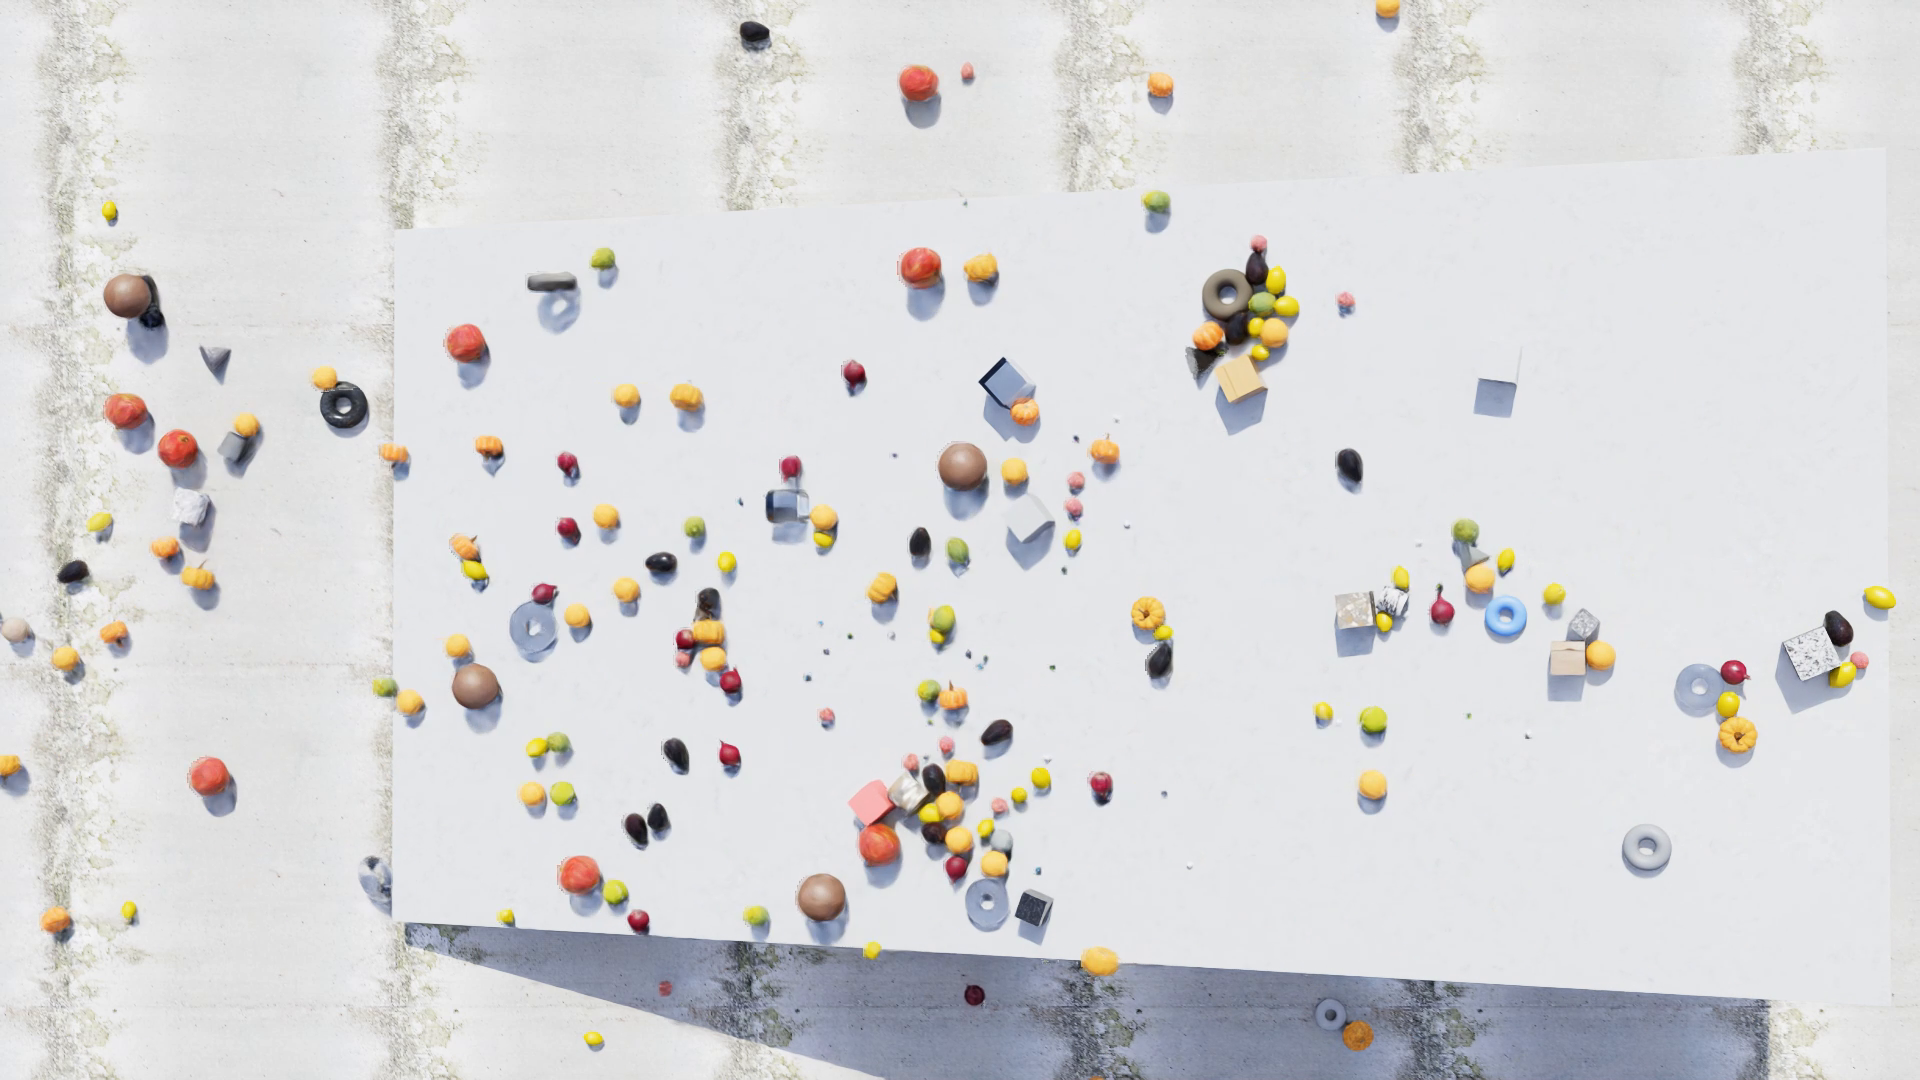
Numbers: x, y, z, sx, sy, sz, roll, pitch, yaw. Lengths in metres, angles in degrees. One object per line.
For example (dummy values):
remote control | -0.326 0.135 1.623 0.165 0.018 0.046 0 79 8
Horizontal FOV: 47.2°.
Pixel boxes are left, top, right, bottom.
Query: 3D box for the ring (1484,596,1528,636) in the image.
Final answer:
ring | 1.334 0.185 5.373 0.102 0.034 0.102 0 90 17

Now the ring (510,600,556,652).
ring | -1.203 0.243 6.194 0.147 0.049 0.147 -2 85 19

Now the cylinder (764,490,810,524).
cylinder | -0.466 -0.090 5.935 0.093 0.093 0.093 2 89 18

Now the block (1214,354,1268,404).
block | 0.710 -0.406 5.554 0.092 0.092 0.092 -26 81 16

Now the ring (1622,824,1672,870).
ring | 1.644 0.735 5.261 0.114 0.038 0.114 0 90 19

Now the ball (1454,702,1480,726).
ball | 1.249 0.430 5.413 0.061 0.061 0.061 0 89 0

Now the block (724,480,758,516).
block | -0.599 -0.115 6.017 0.090 0.090 0.090 -1 88 -1

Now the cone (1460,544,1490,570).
cone | 1.272 0.040 5.396 0.067 0.067 0.067 -1 89 -8

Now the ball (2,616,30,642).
ball | -2.757 0.262 6.419 0.078 0.078 0.078 0 89 0

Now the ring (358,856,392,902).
ring | -1.695 0.985 6.393 0.143 0.048 0.143 16 118 32

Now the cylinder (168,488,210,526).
cylinder | -2.247 -0.096 6.411 0.094 0.094 0.094 13 84 0

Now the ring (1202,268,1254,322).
ring | 0.682 -0.623 5.592 0.135 0.045 0.135 0 90 17

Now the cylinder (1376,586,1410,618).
cylinder | 1.071 0.152 5.444 0.062 0.062 0.062 24 89 17

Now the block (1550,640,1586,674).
block | 1.468 0.283 5.303 0.079 0.079 0.079 -1 89 18

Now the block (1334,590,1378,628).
block | 0.984 0.173 5.460 0.084 0.084 0.084 -8 87 18

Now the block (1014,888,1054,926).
block | 0.193 0.955 5.716 0.069 0.069 0.069 21 96 17

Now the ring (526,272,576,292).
ring | -1.140 -0.721 6.139 0.139 0.139 0.046 -5 96 0

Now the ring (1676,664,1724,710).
ring | 1.759 0.348 5.229 0.111 0.037 0.111 0 90 18

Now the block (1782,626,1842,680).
block | 1.985 0.264 5.125 0.096 0.096 0.096 -25 82 16

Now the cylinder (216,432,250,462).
cylinder | -2.124 -0.272 6.430 0.069 0.069 0.069 31 89 0

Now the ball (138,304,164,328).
ball | -2.369 -0.654 6.435 0.070 0.070 0.070 0 89 0

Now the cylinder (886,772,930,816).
cylinder | -0.136 0.674 5.820 0.084 0.084 0.084 40 89 15

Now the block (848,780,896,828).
block | -0.230 0.700 5.850 0.085 0.085 0.085 -44 77 13

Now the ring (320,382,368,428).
ring | -1.806 -0.395 6.444 0.139 0.046 0.139 0 88 -1

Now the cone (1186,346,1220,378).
cone | 0.630 -0.464 5.610 0.083 0.083 0.083 -17 89 -9

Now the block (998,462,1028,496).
block | 0.137 -0.159 5.718 0.054 0.054 0.054 -27 118 26

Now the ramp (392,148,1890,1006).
ramp | 0.276 0.092 5.790 4.000 0.100 2.000 0 89 18

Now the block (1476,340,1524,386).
block | 1.315 -0.431 5.356 0.092 0.092 0.092 9 92 18

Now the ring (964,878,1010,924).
ring | 0.071 0.949 5.772 0.123 0.041 0.123 0 89 17

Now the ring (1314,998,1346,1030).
ring | 1.083 1.388 6.426 0.094 0.031 0.094 0 90 0

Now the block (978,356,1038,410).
block | 0.124 -0.409 5.744 0.095 0.095 0.095 -44 77 13

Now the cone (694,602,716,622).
cone | -0.697 0.204 6.040 0.059 0.059 0.059 12 89 -9
